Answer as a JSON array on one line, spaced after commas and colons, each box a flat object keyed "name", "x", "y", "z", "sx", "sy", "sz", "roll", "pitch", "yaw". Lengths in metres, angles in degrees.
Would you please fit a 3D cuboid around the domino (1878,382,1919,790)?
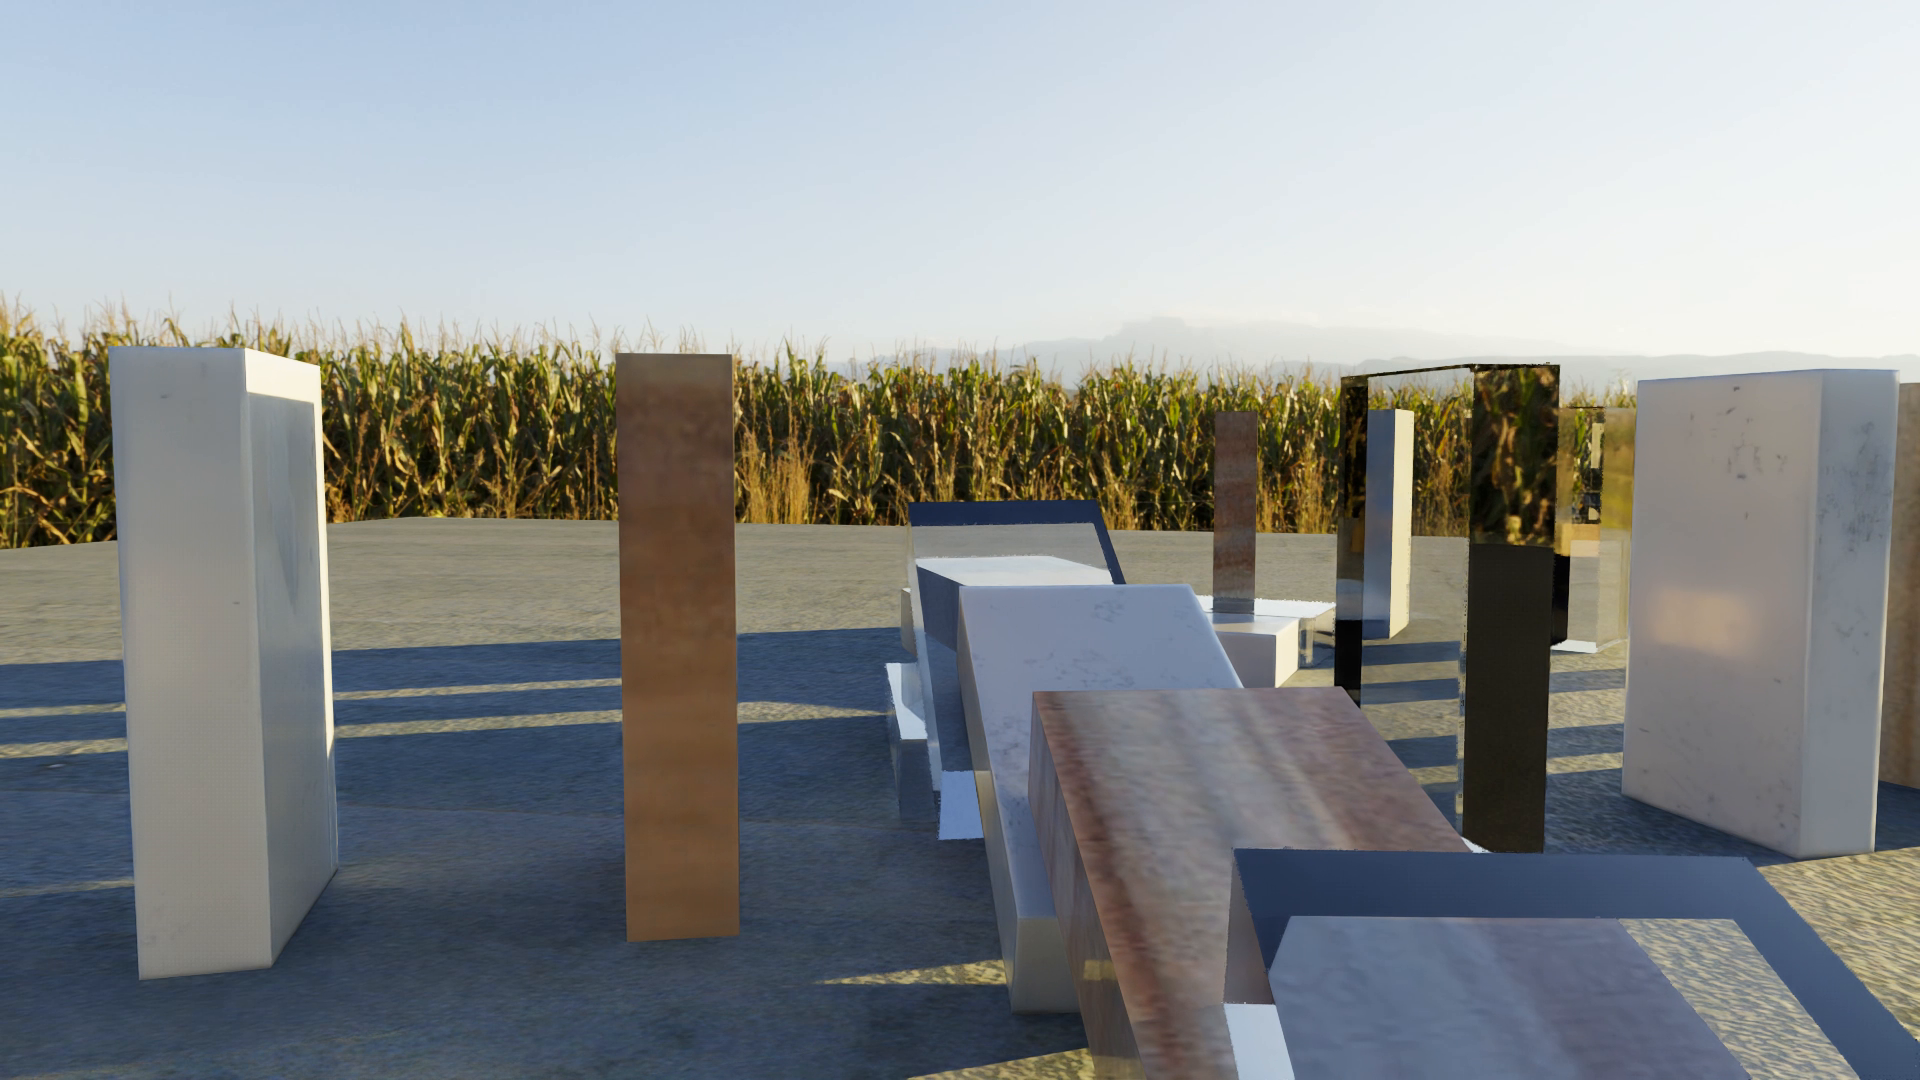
[{"name": "domino", "x": 0.125, "y": 0.006, "z": 0.154, "sx": 0.010, "sy": 0.050, "sz": 0.025, "roll": -2, "pitch": 5, "yaw": -24}]

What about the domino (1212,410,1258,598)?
[{"name": "domino", "x": 0.066, "y": -0.006, "z": 0.307, "sx": 0.010, "sy": 0.050, "sz": 0.025, "roll": 1, "pitch": 4, "yaw": 13}]

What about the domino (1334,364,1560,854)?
[{"name": "domino", "x": 0.050, "y": 0.007, "z": 0.135, "sx": 0.010, "sy": 0.050, "sz": 0.025, "roll": -1, "pitch": 4, "yaw": -11}]

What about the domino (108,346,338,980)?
[{"name": "domino", "x": -0.064, "y": 0.009, "z": 0.113, "sx": 0.010, "sy": 0.050, "sz": 0.025, "roll": -1, "pitch": 4, "yaw": -14}]

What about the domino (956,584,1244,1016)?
[{"name": "domino", "x": 0.014, "y": 0.020, "z": 0.117, "sx": 0.025, "sy": 0.010, "sz": 0.050, "roll": 0, "pitch": 26, "yaw": -5}]

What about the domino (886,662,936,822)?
[{"name": "domino", "x": 0.004, "y": 0.025, "z": 0.170, "sx": 0.025, "sy": 0.009, "sz": 0.050, "roll": 0, "pitch": 4, "yaw": -5}]

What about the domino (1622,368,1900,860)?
[{"name": "domino", "x": 0.088, "y": 0.007, "z": 0.143, "sx": 0.009, "sy": 0.050, "sz": 0.025, "roll": -1, "pitch": 4, "yaw": -13}]

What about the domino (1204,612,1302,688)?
[{"name": "domino", "x": 0.037, "y": 0.020, "z": 0.244, "sx": 0.050, "sy": 0.010, "sz": 0.025, "roll": 2, "pitch": 5, "yaw": 24}]

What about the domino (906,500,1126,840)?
[{"name": "domino", "x": 0.008, "y": 0.013, "z": 0.151, "sx": 0.025, "sy": 0.010, "sz": 0.050, "roll": -1, "pitch": 34, "yaw": -6}]

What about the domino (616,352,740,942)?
[{"name": "domino", "x": -0.026, "y": 0.008, "z": 0.121, "sx": 0.010, "sy": 0.050, "sz": 0.025, "roll": -1, "pitch": 4, "yaw": -10}]

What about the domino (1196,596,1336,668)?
[{"name": "domino", "x": 0.051, "y": 0.018, "z": 0.267, "sx": 0.050, "sy": 0.010, "sz": 0.025, "roll": 2, "pitch": 5, "yaw": 27}]

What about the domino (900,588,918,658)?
[{"name": "domino", "x": 0.009, "y": 0.014, "z": 0.188, "sx": 0.025, "sy": 0.010, "sz": 0.050, "roll": -1, "pitch": 4, "yaw": -15}]

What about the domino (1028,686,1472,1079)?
[{"name": "domino", "x": 0.020, "y": 0.025, "z": 0.080, "sx": 0.025, "sy": 0.009, "sz": 0.050, "roll": 0, "pitch": 21, "yaw": -5}]

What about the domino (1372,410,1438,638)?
[{"name": "domino", "x": 0.102, "y": -0.004, "z": 0.293, "sx": 0.009, "sy": 0.050, "sz": 0.025, "roll": 2, "pitch": 5, "yaw": 28}]

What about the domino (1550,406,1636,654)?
[{"name": "domino", "x": 0.134, "y": -0.003, "z": 0.272, "sx": 0.010, "sy": 0.050, "sz": 0.025, "roll": 4, "pitch": 6, "yaw": 40}]

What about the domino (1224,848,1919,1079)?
[{"name": "domino", "x": 0.025, "y": 0.028, "z": 0.042, "sx": 0.025, "sy": 0.009, "sz": 0.050, "roll": 0, "pitch": 19, "yaw": 3}]
